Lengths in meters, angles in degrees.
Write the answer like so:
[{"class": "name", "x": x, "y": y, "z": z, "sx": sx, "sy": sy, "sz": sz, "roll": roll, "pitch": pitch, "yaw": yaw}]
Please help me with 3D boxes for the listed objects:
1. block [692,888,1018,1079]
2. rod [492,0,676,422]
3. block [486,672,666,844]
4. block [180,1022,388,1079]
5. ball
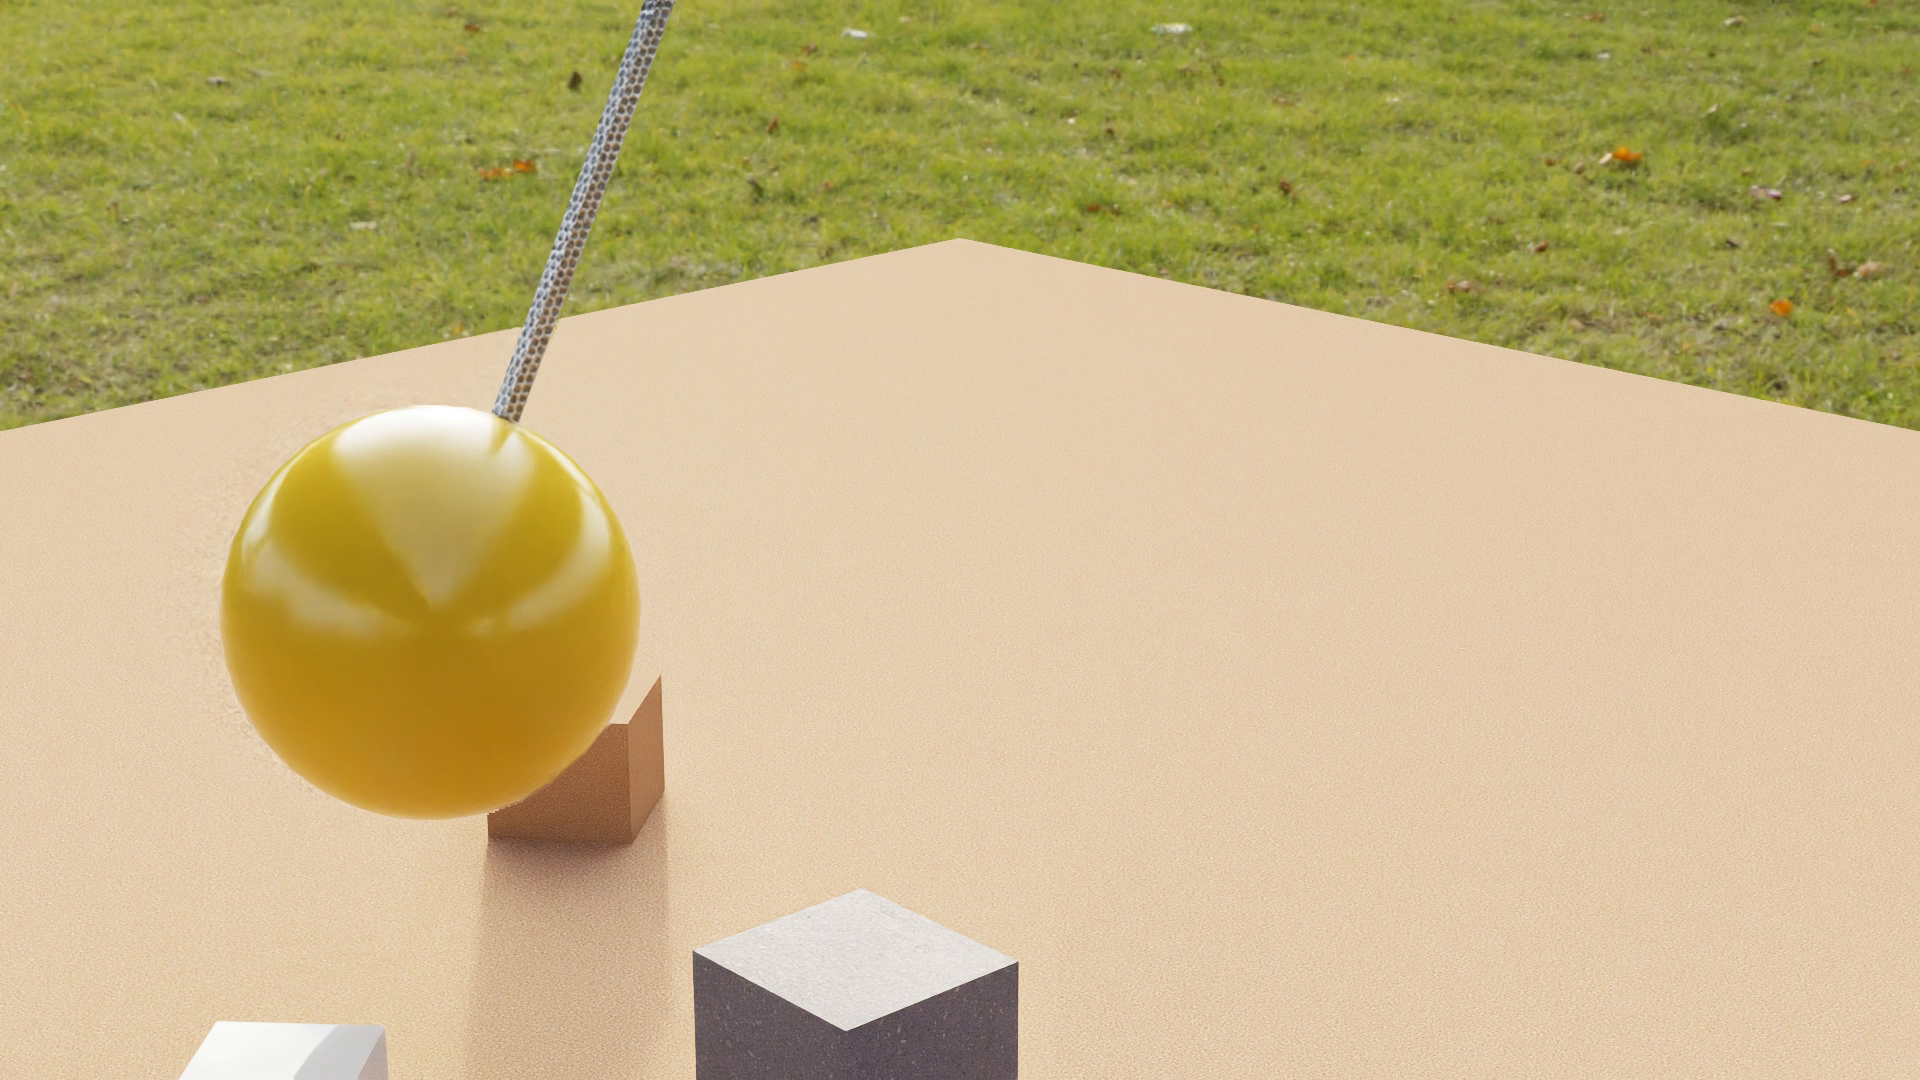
[{"class": "block", "x": -0.387, "y": 1.914, "z": 10.905, "sx": 0.827, "sy": 0.808, "sz": 0.880, "roll": -15, "pitch": 23, "yaw": -40}, {"class": "rod", "x": -0.880, "y": -2.915, "z": 11.503, "sx": 0.080, "sy": 5.200, "sz": 0.080, "roll": 17, "pitch": -5, "yaw": 42}, {"class": "block", "x": -1.843, "y": 1.027, "z": 14.065, "sx": 0.696, "sy": 0.607, "sz": 0.688, "roll": 2, "pitch": 18, "yaw": 7}, {"class": "block", "x": -2.408, "y": 2.142, "z": 10.470, "sx": 0.619, "sy": 0.635, "sz": 0.559, "roll": 1, "pitch": 17, "yaw": 3}, {"class": "ball", "x": -2.032, "y": 0.278, "z": 11.300, "sx": 1.600, "sy": 1.600, "sz": 1.600, "roll": 0, "pitch": 17, "yaw": 0}]
